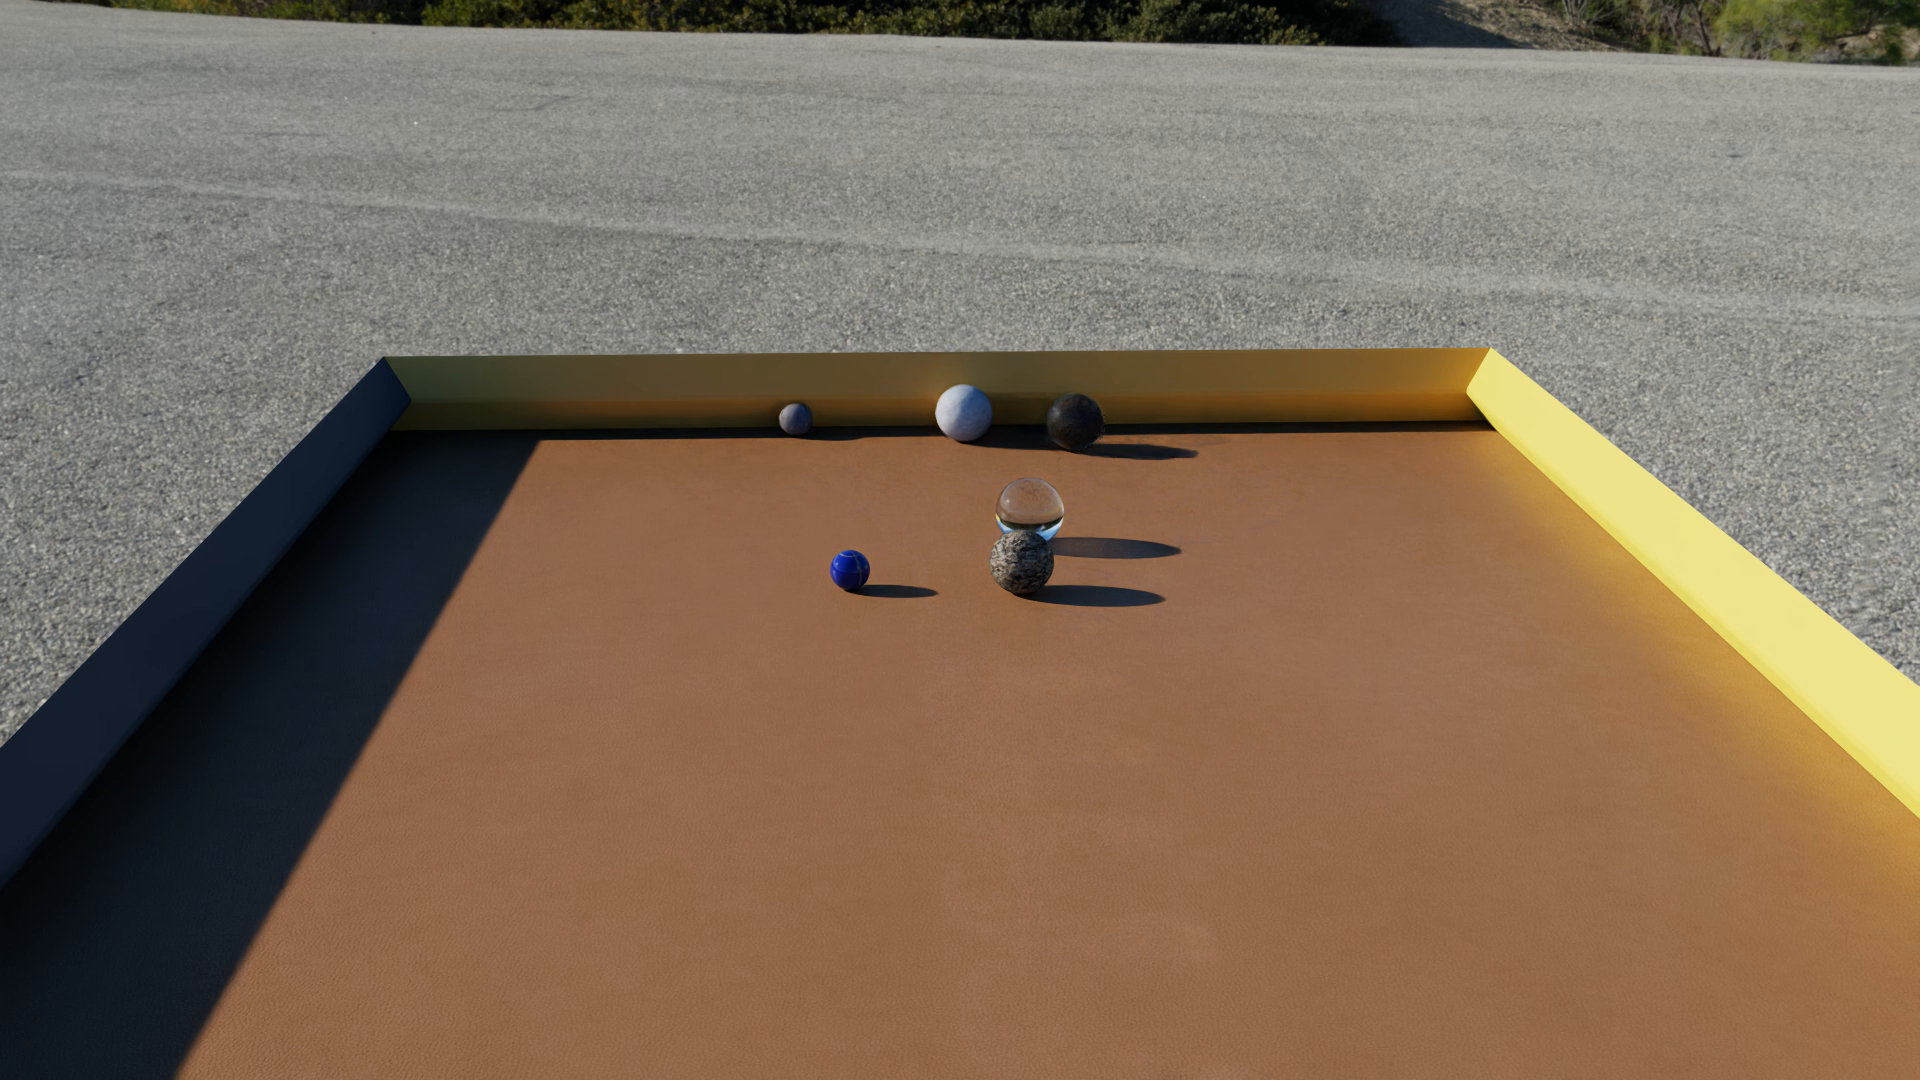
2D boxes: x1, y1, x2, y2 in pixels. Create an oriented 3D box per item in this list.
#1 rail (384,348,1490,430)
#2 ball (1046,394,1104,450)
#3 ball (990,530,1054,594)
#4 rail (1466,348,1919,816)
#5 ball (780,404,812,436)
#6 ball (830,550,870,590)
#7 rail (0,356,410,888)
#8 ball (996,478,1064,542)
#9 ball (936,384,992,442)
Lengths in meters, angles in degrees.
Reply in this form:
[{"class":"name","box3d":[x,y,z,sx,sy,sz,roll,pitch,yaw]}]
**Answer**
[{"class":"rail","box3d":[-0.025,-0.214,3.177,1.607,0.108,0.045,-1,17,-2]},{"class":"ball","box3d":[0.160,-0.165,3.069,0.080,0.080,0.080,0,17,0]},{"class":"ball","box3d":[0.069,0.024,2.471,0.073,0.073,0.073,0,17,0]},{"class":"rail","box3d":[0.805,0.170,1.940,0.045,0.108,2.698,-1,17,-2]},{"class":"ball","box3d":[-0.236,-0.173,3.150,0.047,0.047,0.047,0,17,0]},{"class":"ball","box3d":[-0.124,0.034,2.486,0.046,0.046,0.046,0,17,0]},{"class":"rail","box3d":[-0.754,0.188,1.884,0.045,0.108,2.698,-1,17,-2]},{"class":"ball","box3d":[0.084,-0.034,2.642,0.083,0.083,0.083,0,17,0]},{"class":"ball","box3d":[0.006,-0.180,3.117,0.081,0.081,0.081,0,17,0]}]
